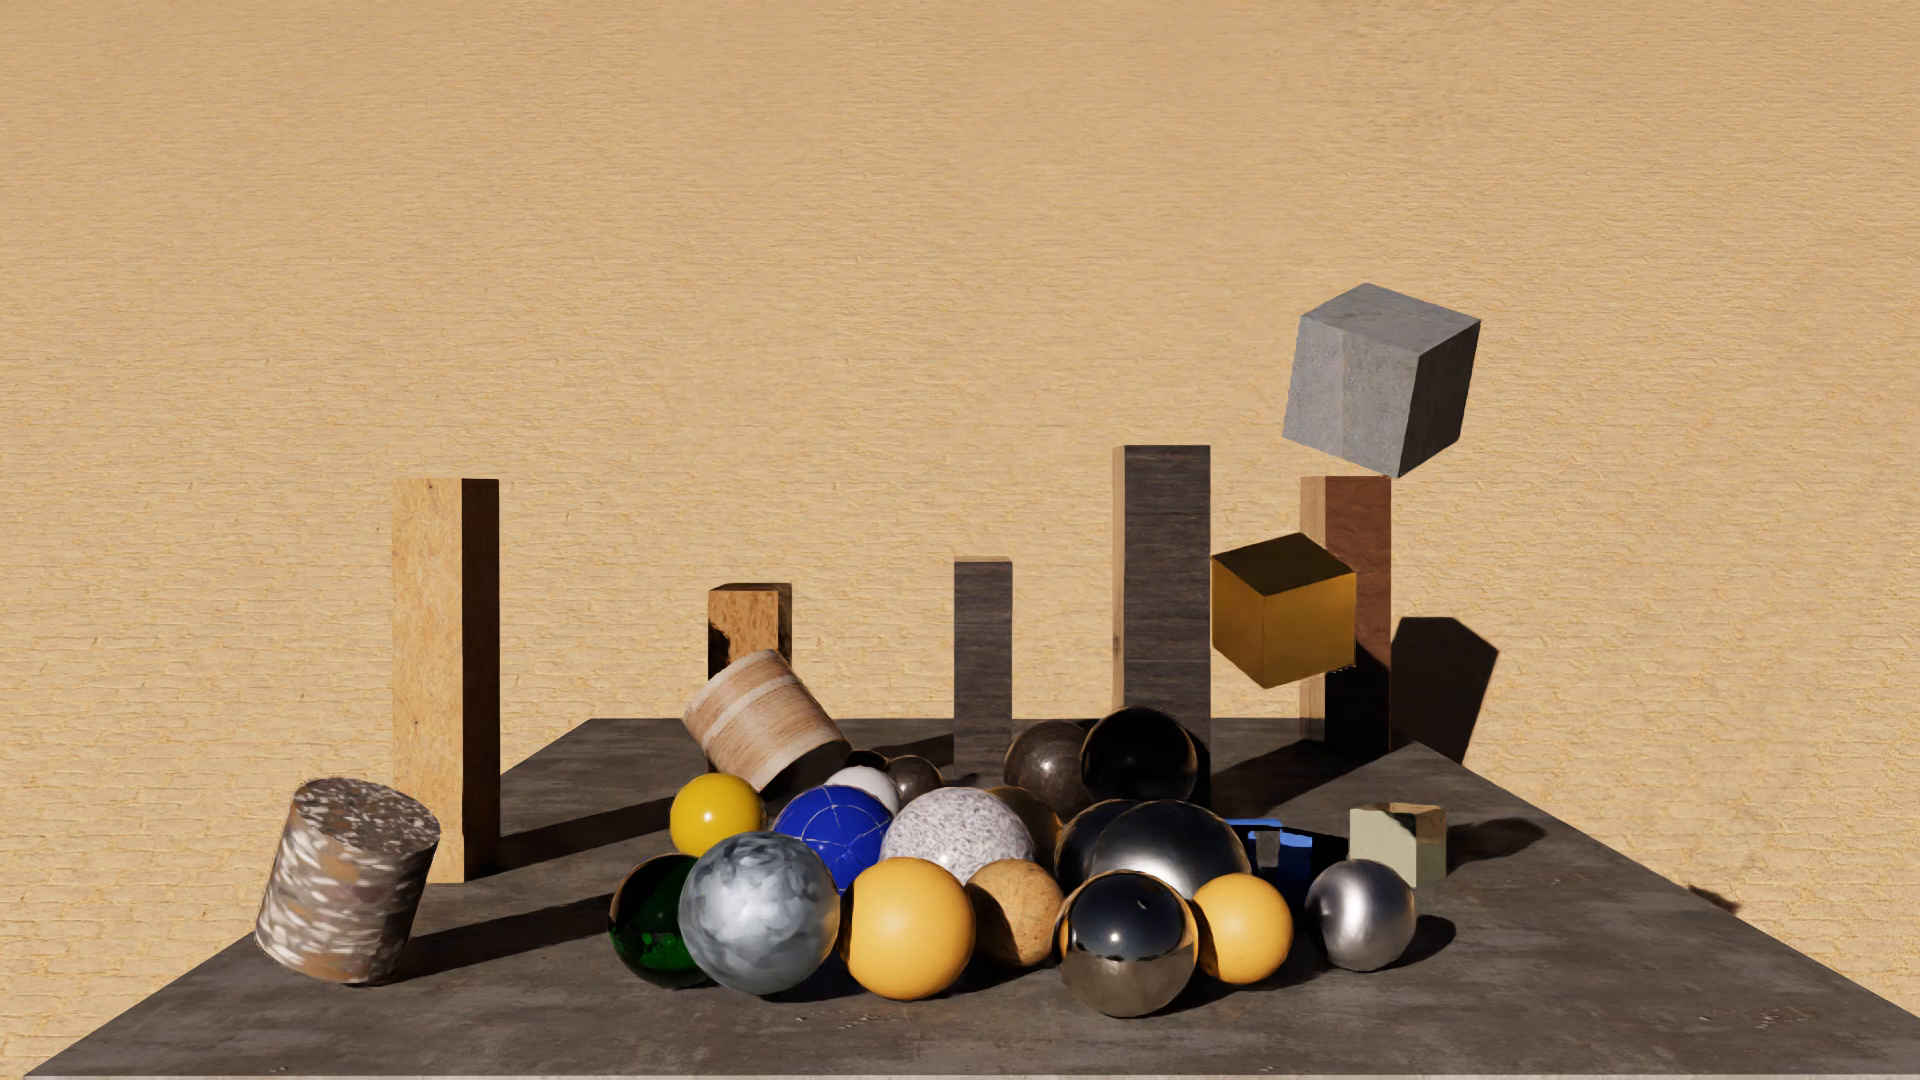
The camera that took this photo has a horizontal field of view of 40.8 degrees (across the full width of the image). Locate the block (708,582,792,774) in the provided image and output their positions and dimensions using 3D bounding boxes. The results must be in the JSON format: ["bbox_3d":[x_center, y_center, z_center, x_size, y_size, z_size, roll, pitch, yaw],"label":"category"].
[{"bbox_3d":[-0.392,0.288,4.857,0.127,0.401,0.374,0,1,0],"label":"block"}]

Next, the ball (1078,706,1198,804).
[{"bbox_3d":[0.292,0.370,4.230,0.195,0.195,0.195,0,27,0],"label":"ball"}]

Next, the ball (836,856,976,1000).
[{"bbox_3d":[-0.062,0.446,2.962,0.164,0.164,0.164,0,27,0],"label":"ball"}]

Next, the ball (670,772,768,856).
[{"bbox_3d":[-0.370,0.432,3.961,0.151,0.151,0.151,0,27,0],"label":"ball"}]

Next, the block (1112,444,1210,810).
[{"bbox_3d":[0.347,0.167,4.489,0.145,0.659,0.332,0,1,0],"label":"block"}]

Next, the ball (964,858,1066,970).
[{"bbox_3d":[0.064,0.454,3.135,0.134,0.134,0.134,0,27,0],"label":"ball"}]

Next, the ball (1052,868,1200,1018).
[{"bbox_3d":[0.184,0.448,2.867,0.163,0.163,0.163,0,27,0],"label":"ball"}]

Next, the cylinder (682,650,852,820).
[{"bbox_3d":[-0.324,0.327,4.323,0.203,0.203,0.203,-22,63,-37],"label":"cylinder"}]

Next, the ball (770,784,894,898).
[{"bbox_3d":[-0.168,0.423,3.494,0.187,0.187,0.187,0,27,0],"label":"ball"}]

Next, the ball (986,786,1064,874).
[{"bbox_3d":[0.067,0.431,3.668,0.164,0.164,0.164,0,27,0],"label":"ball"}]

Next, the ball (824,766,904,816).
[{"bbox_3d":[-0.161,0.433,4.130,0.143,0.143,0.143,0,27,0],"label":"ball"}]

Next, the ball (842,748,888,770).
[{"bbox_3d":[-0.174,0.433,4.592,0.123,0.123,0.123,0,27,0],"label":"ball"}]

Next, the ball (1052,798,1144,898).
[{"bbox_3d":[0.212,0.427,3.352,0.184,0.184,0.184,0,27,0],"label":"ball"}]

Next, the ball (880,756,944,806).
[{"bbox_3d":[-0.088,0.435,4.486,0.122,0.122,0.122,0,27,0],"label":"ball"}]

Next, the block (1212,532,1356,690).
[{"bbox_3d":[0.377,0.081,3.014,0.121,0.121,0.121,-14,28,-21],"label":"block"}]

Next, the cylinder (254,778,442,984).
[{"bbox_3d":[-0.722,0.400,3.043,0.175,0.175,0.175,19,17,-6],"label":"cylinder"}]

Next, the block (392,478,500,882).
[{"bbox_3d":[-0.791,0.206,3.991,0.104,0.602,0.316,0,1,0],"label":"block"}]

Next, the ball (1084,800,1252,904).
[{"bbox_3d":[0.256,0.421,3.162,0.206,0.206,0.206,0,27,0],"label":"ball"}]

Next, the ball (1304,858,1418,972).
[{"bbox_3d":[0.487,0.455,3.139,0.137,0.137,0.137,0,27,0],"label":"ball"}]

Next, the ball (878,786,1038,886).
[{"bbox_3d":[-0.002,0.418,3.305,0.205,0.205,0.205,0,27,0],"label":"ball"}]

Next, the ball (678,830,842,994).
[{"bbox_3d":[-0.224,0.417,2.893,0.182,0.182,0.182,0,27,0],"label":"ball"}]

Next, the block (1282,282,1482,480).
[{"bbox_3d":[0.438,-0.168,2.682,0.137,0.137,0.137,23,32,30],"label":"block"}]

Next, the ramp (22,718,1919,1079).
[{"bbox_3d":[0.060,0.544,4.581,2.000,0.100,4.000,0,1,0],"label":"ramp"}]

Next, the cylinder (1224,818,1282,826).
[{"bbox_3d":[0.374,0.450,3.555,0.130,0.130,0.130,0,27,-5],"label":"cylinder"}]

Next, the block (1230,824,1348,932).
[{"bbox_3d":[0.412,0.440,3.355,0.124,0.124,0.124,14,-13,-36],"label":"block"}]

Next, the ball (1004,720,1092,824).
[{"bbox_3d":[0.166,0.405,4.517,0.181,0.181,0.181,0,27,0],"label":"ball"}]

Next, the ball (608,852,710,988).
[{"bbox_3d":[-0.334,0.447,3.034,0.158,0.158,0.158,0,27,0],"label":"ball"}]

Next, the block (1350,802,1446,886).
[{"bbox_3d":[0.657,0.455,3.873,0.107,0.107,0.107,1,1,34],"label":"block"}]

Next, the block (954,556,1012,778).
[{"bbox_3d":[0.046,0.258,5.453,0.118,0.437,0.438,0,1,0],"label":"block"}]

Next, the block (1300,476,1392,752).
[{"bbox_3d":[0.880,0.160,5.919,0.146,0.613,0.420,0,1,0],"label":"block"}]

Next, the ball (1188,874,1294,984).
[{"bbox_3d":[0.321,0.447,2.969,0.127,0.127,0.127,0,27,0],"label":"ball"}]
